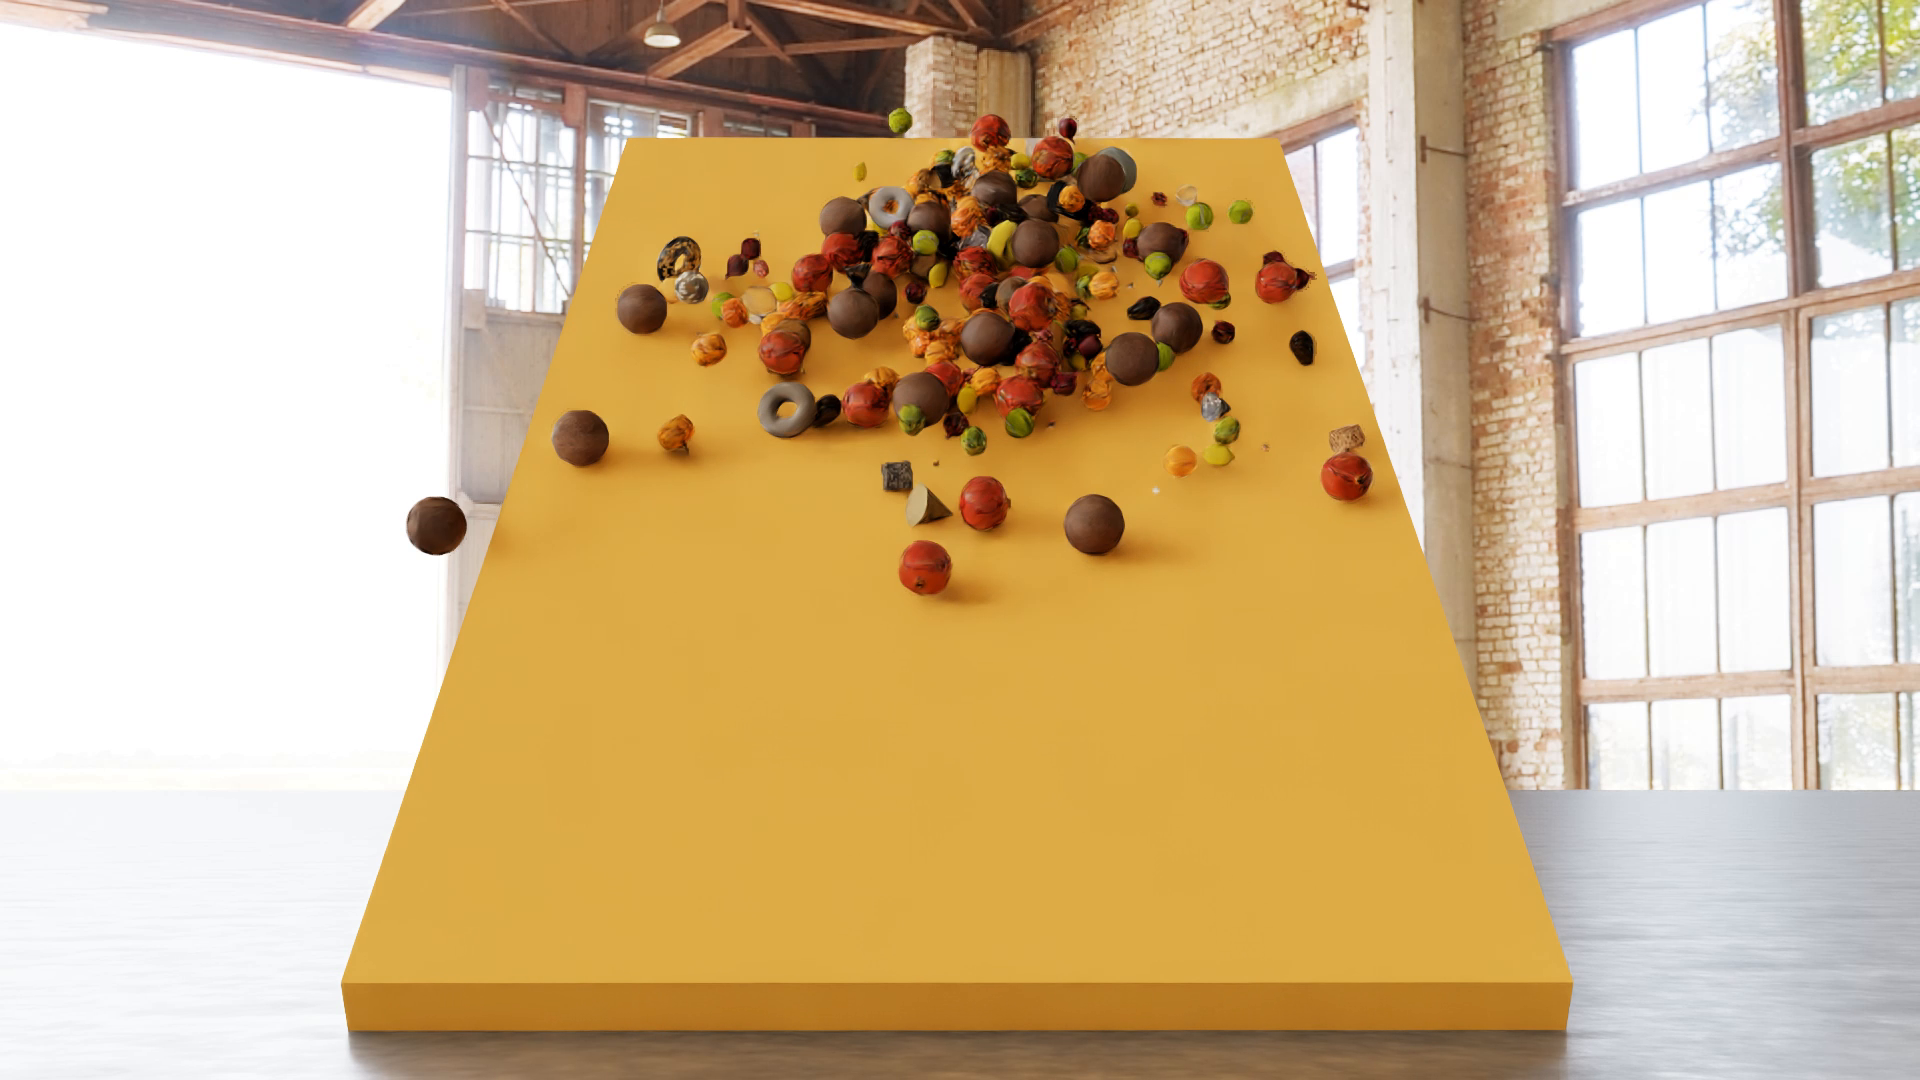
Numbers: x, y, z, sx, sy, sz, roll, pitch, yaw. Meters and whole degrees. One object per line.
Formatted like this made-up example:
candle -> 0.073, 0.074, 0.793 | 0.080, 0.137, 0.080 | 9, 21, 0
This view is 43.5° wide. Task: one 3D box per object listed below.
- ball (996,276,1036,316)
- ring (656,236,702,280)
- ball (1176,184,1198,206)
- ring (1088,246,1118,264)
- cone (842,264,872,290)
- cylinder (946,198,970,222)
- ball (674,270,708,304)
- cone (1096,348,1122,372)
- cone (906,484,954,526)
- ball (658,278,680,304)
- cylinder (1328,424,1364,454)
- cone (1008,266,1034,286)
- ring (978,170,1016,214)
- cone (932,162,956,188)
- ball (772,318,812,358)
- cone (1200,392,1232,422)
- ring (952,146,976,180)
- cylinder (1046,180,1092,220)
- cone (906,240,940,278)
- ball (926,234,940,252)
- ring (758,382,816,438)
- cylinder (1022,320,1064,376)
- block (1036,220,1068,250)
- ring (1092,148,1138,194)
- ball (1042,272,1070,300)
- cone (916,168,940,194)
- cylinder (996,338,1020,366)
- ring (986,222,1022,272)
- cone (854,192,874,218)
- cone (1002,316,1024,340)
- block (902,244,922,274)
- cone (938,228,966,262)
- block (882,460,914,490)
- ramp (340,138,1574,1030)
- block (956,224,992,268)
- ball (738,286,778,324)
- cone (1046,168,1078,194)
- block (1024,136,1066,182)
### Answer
ball -> 0.135, -0.593, 5.846 | 0.096, 0.096, 0.096 | 0, -6, 0
ring -> -0.739, -0.731, 6.335 | 0.048, 0.143, 0.143 | 30, 12, 34
ball -> 0.649, -0.986, 6.881 | 0.065, 0.065, 0.065 | 0, -6, 0
ring -> 0.390, -0.776, 6.544 | 0.081, 0.027, 0.081 | -1, 30, 0
cone -> -0.243, -0.671, 5.991 | 0.070, 0.070, 0.070 | -34, -3, -6
cylinder -> -0.005, -0.923, 6.736 | 0.054, 0.054, 0.054 | 21, -5, 4
ball -> -0.652, -0.614, 5.848 | 0.083, 0.083, 0.083 | 0, -6, 0
cone -> 0.370, -0.442, 5.943 | 0.060, 0.060, 0.060 | -1, -2, 7
cone -> -0.054, -0.067, 5.253 | 0.096, 0.096, 0.096 | 15, -13, -28
ball -> -0.752, -0.651, 6.269 | 0.068, 0.068, 0.068 | 0, -6, 0
cylinder -> 0.889, -0.233, 5.535 | 0.059, 0.059, 0.059 | -19, 5, -32
cone -> 0.135, -0.664, 6.159 | 0.077, 0.077, 0.077 | 4, 5, -33
ring -> 0.107, -0.986, 6.817 | 0.126, 0.126, 0.042 | 4, 7, -36
cone -> -0.047, -1.044, 6.756 | 0.079, 0.079, 0.079 | 0, -49, 0
ball -> -0.418, -0.502, 5.974 | 0.098, 0.098, 0.098 | 0, -6, 0
cone -> 0.620, -0.313, 5.697 | 0.071, 0.071, 0.071 | 2, -6, -36
ring -> 0.011, -1.037, 6.618 | 0.033, 0.098, 0.098 | 27, 4, 19
cylinder -> 0.298, -0.930, 6.590 | 0.088, 0.088, 0.088 | 13, -13, -40
cone -> -0.089, -0.761, 6.374 | 0.094, 0.094, 0.094 | 1, -36, -11
ball -> -0.067, -0.811, 6.577 | 0.052, 0.052, 0.052 | 0, -6, 0
ring -> -0.404, -0.304, 5.615 | 0.142, 0.142, 0.047 | -1, -21, 13
cylinder -> 0.205, -0.471, 5.901 | 0.098, 0.098, 0.098 | 3, -45, 3
block -> 0.252, -0.829, 6.535 | 0.062, 0.062, 0.062 | 8, 11, -15
ring -> 0.433, -1.036, 6.743 | 0.139, 0.139, 0.046 | -4, 27, 36
ball -> 0.244, -0.647, 6.124 | 0.068, 0.068, 0.068 | 0, -6, 0
cone -> -0.101, -0.966, 6.566 | 0.070, 0.070, 0.070 | 4, -28, -33
cylinder -> 0.119, -0.466, 5.944 | 0.053, 0.053, 0.053 | -3, 31, 2
ring -> 0.117, -0.784, 6.417 | 0.046, 0.138, 0.138 | 20, 4, 26
cone -> -0.275, -0.954, 6.790 | 0.072, 0.072, 0.072 | 8, -9, -33
cone -> 0.133, -0.543, 6.093 | 0.058, 0.058, 0.058 | 0, 29, 0
block -> -0.120, -0.756, 6.472 | 0.058, 0.058, 0.058 | -13, 32, -21
cone -> -0.019, -0.804, 6.565 | 0.093, 0.093, 0.093 | 1, 2, -9
block -> -0.140, -0.144, 5.358 | 0.058, 0.058, 0.058 | -6, 4, -12
ramp -> -0.012, -0.215, 5.668 | 2.000, 0.100, 4.000 | 0, 29, 0
block -> 0.055, -0.791, 6.460 | 0.078, 0.078, 0.078 | 44, 21, 24
ball -> -0.516, -0.602, 6.151 | 0.100, 0.100, 0.100 | 0, -6, 0
cone -> 0.292, -1.017, 6.939 | 0.088, 0.088, 0.088 | -20, -7, 3
block -> 0.250, -1.120, 7.079 | 0.099, 0.099, 0.099 | -5, 31, -10
